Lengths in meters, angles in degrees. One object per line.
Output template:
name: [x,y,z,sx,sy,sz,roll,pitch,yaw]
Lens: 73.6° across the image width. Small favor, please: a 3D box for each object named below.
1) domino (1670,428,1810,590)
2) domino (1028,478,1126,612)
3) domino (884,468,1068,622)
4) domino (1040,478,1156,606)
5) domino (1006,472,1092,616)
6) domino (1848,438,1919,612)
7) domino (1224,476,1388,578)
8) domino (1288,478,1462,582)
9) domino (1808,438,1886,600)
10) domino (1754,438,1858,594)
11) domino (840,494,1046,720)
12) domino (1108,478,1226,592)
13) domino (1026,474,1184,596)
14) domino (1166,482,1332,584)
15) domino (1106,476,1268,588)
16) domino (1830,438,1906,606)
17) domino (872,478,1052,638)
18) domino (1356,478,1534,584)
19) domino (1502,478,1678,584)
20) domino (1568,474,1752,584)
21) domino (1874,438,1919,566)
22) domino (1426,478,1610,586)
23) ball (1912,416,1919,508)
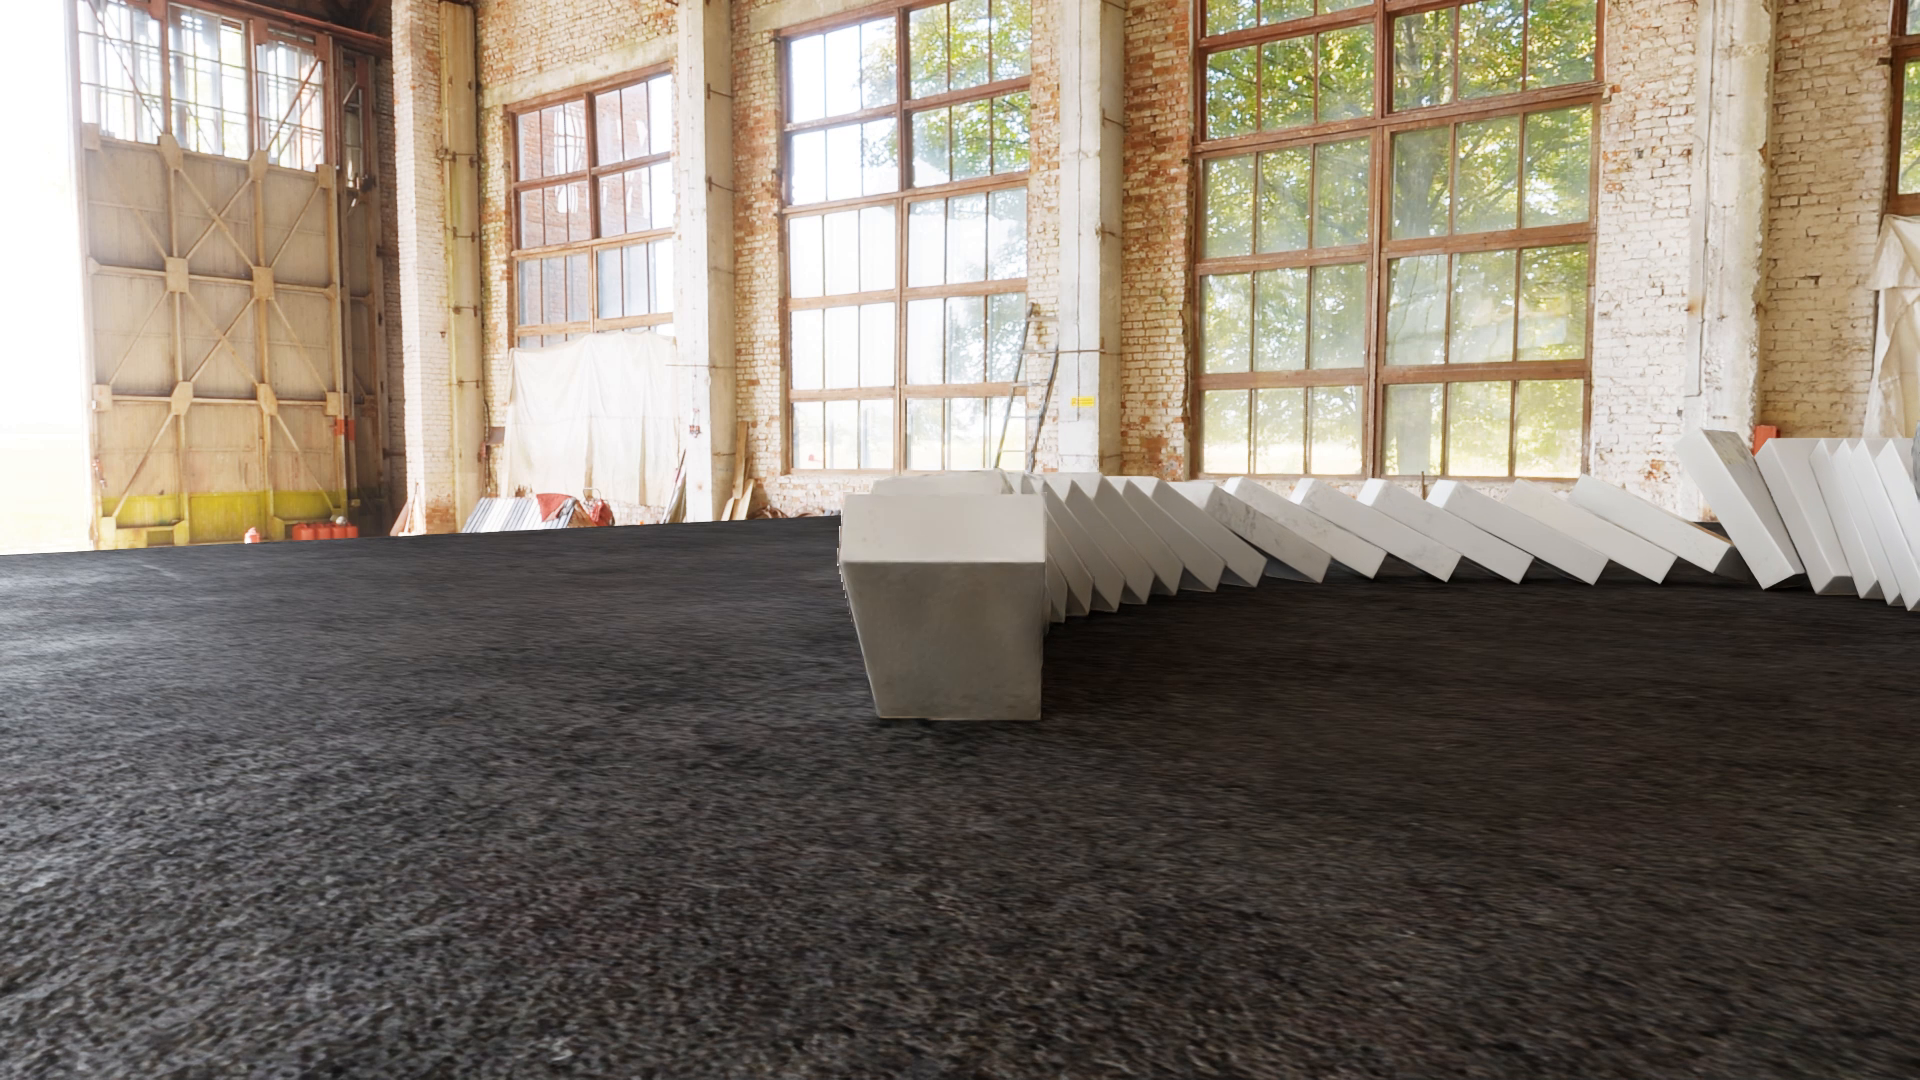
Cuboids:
domino: [0.236,-0.010,0.383,0.025,0.050,0.009,-1,-29,-37]
domino: [0.019,0.002,0.313,0.025,0.009,0.050,2,-27,32]
domino: [0.004,0.003,0.273,0.025,0.009,0.050,-3,-30,20]
domino: [0.028,0.001,0.330,0.025,0.009,0.050,3,-26,36]
domino: [0.011,0.002,0.292,0.025,0.010,0.050,-3,-30,24]
domino: [0.255,-0.005,0.335,0.025,0.050,0.010,1,-36,8]
domino: [0.107,-0.004,0.407,0.050,0.009,0.025,28,3,2]
domino: [0.129,-0.004,0.404,0.050,0.010,0.025,28,5,3]
domino: [0.260,-0.007,0.359,0.025,0.050,0.010,1,-36,8]
domino: [0.255,-0.008,0.373,0.025,0.050,0.009,0,-36,1]
domino: [-0.001,0.011,0.179,0.025,0.009,0.050,0,-30,3]
domino: [0.050,-0.001,0.363,0.025,0.009,0.050,5,-24,48]
domino: [0.037,-0.001,0.344,0.025,0.010,0.050,2,-27,38]
domino: [0.086,-0.002,0.392,0.050,0.009,0.025,27,-8,-25]
domino: [0.065,-0.002,0.379,0.050,0.010,0.025,32,-14,-30]
domino: [0.258,-0.005,0.347,0.025,0.050,0.009,1,-36,8]
domino: [0.001,0.005,0.257,0.025,0.009,0.050,0,-28,16]
domino: [0.151,-0.003,0.402,0.050,0.010,0.025,28,6,3]
domino: [0.197,-0.004,0.402,0.050,0.009,0.025,32,17,24]
domino: [0.219,-0.004,0.400,0.025,0.009,0.050,11,21,-38]
domino: [0.254,-0.004,0.322,0.025,0.050,0.010,1,-36,8]
domino: [0.172,-0.003,0.400,0.050,0.010,0.025,28,7,5]
ball: [0.252,-0.018,0.273,0.080,0.080,0.080,0,4,0]
